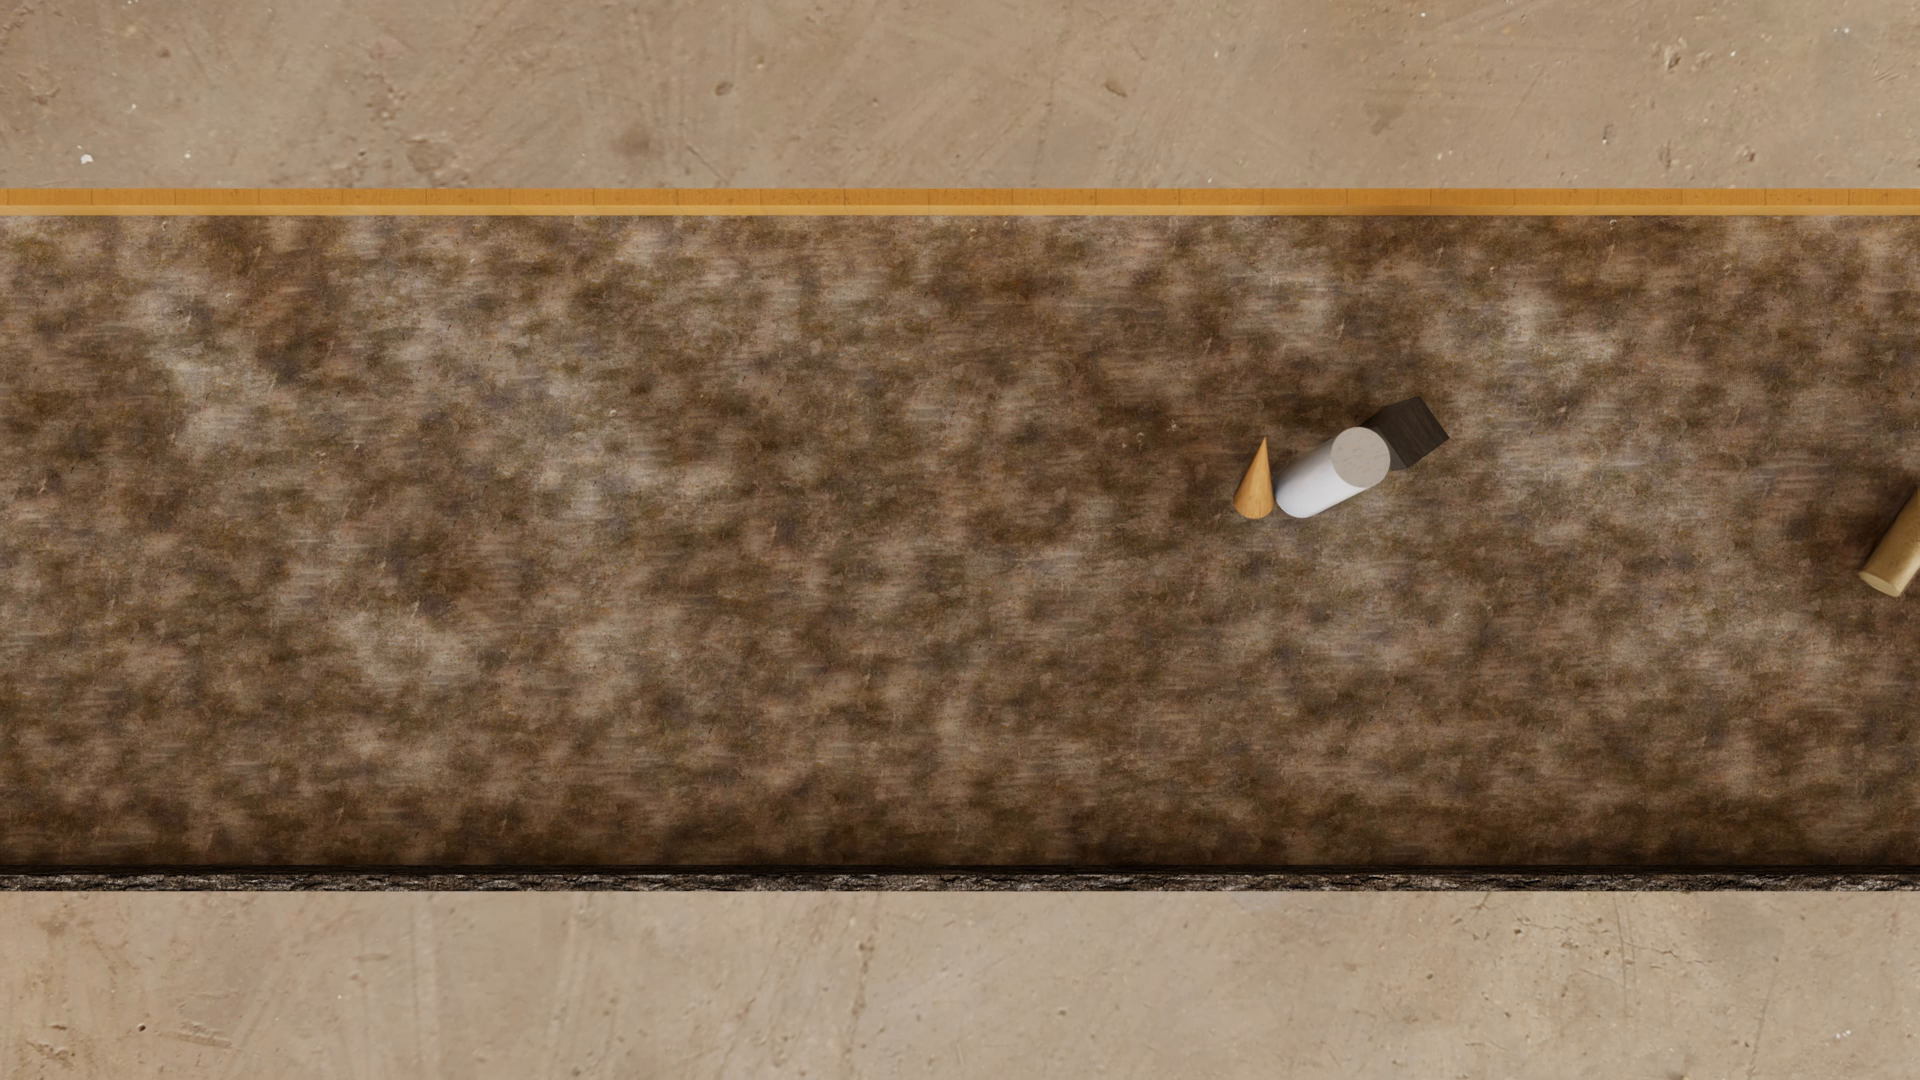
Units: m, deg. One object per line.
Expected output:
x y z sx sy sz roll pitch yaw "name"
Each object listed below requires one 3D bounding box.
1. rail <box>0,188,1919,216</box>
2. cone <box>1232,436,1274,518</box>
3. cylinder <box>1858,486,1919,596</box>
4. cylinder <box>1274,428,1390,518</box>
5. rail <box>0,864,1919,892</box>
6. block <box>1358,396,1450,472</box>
-2.247 -1.025 5.002 12.000 0.150 0.050 0 90 0 "rail"
0.885 -0.210 4.874 0.126 0.390 0.126 -2 63 4 "cone"
2.895 -0.014 5.012 0.129 0.129 0.360 35 90 0 "cylinder"
1.082 -0.192 4.835 0.175 0.455 0.175 2 80 -10 "cylinder"
-2.247 1.025 5.001 12.000 0.150 0.050 0 90 0 "rail"
1.295 -0.308 4.893 0.149 0.366 0.149 -36 90 0 "block"
